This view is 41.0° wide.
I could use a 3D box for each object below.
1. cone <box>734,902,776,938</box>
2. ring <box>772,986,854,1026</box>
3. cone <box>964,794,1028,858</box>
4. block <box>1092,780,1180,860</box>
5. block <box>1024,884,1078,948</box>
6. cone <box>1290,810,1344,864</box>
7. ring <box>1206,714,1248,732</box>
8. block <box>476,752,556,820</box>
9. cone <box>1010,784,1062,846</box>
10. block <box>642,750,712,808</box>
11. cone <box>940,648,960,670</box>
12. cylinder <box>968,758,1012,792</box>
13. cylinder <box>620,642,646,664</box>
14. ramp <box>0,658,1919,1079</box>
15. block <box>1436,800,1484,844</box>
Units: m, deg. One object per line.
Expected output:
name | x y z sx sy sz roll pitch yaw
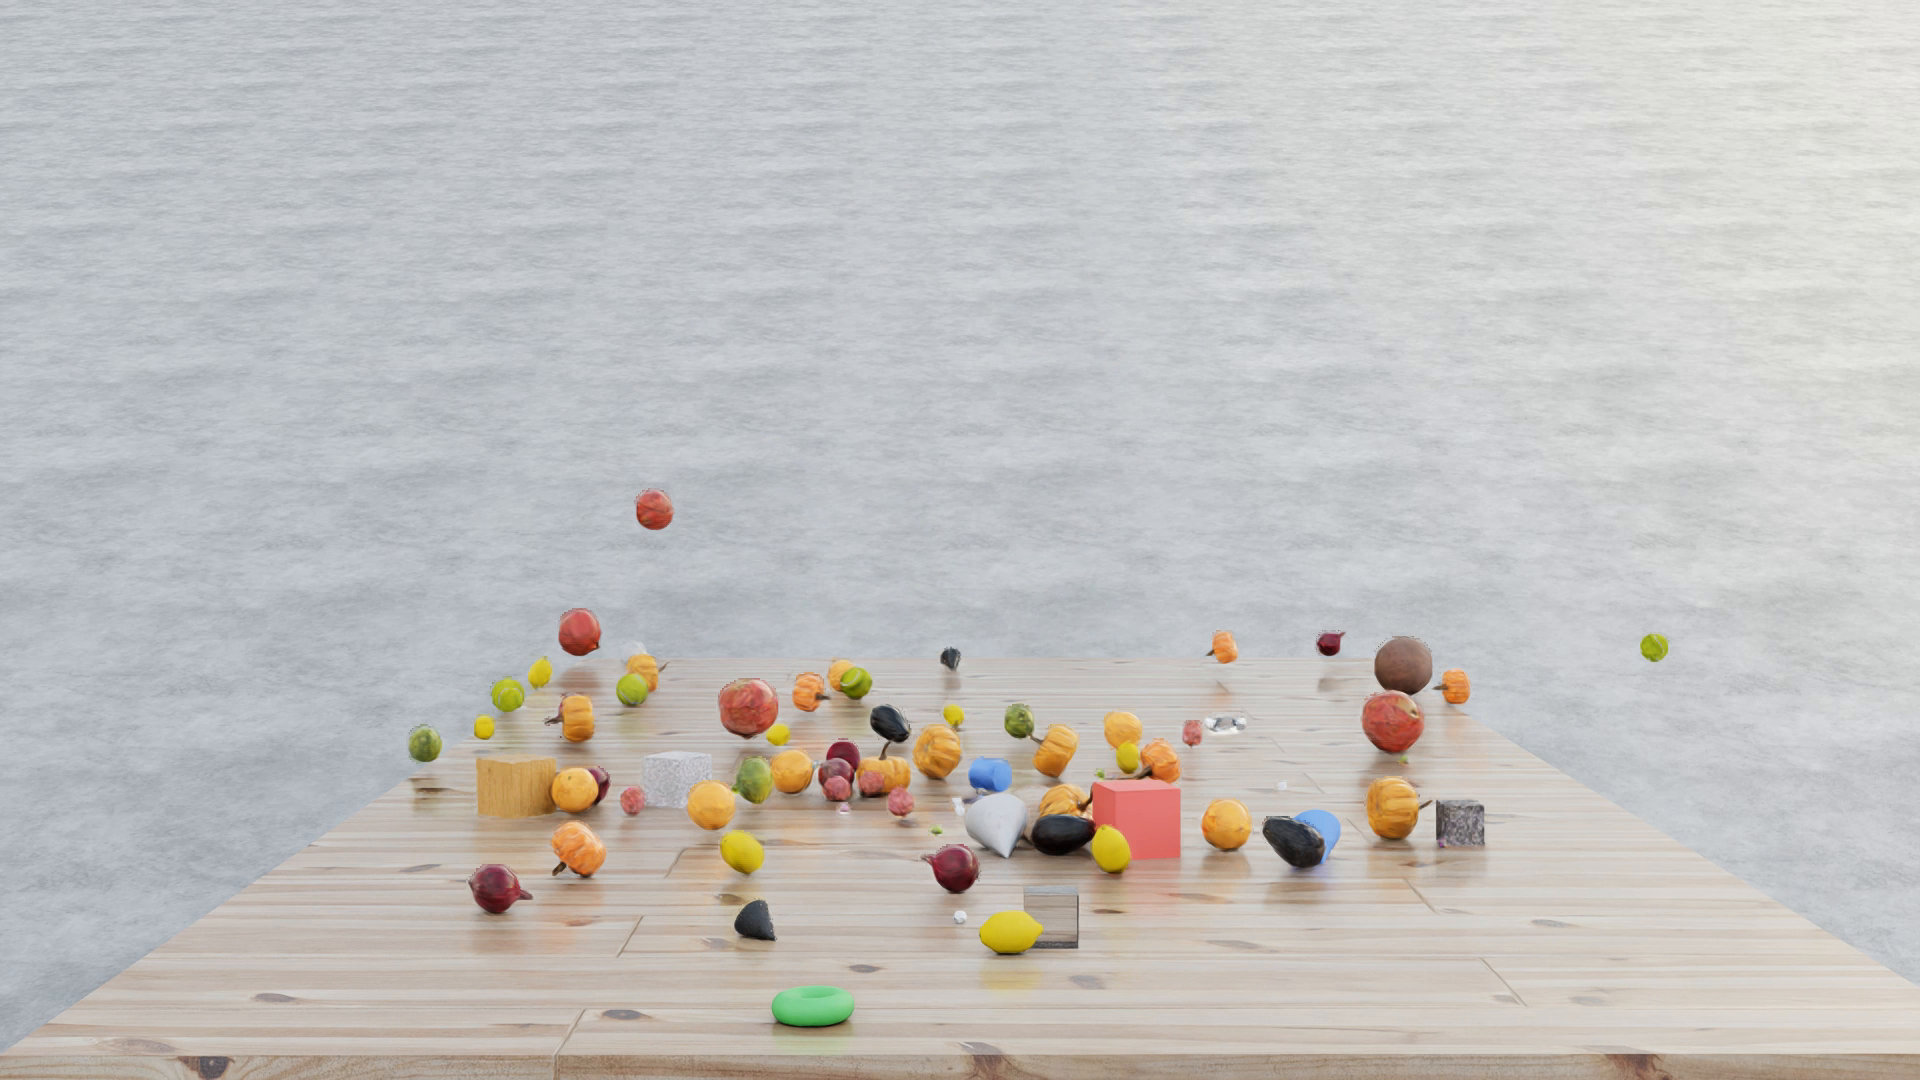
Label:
cone | -0.236 0.467 3.084 0.050 0.050 0.050 -18 25 -39
ring | -0.153 0.485 2.677 0.087 0.029 0.087 -2 3 0
cone | 0.060 0.427 3.667 0.093 0.093 0.093 -3 30 -8
block | 0.251 0.399 3.670 0.098 0.098 0.098 -1 3 -16
block | 0.108 0.448 3.056 0.064 0.064 0.064 0 3 0
cone | 0.503 0.433 3.611 0.078 0.078 0.078 1 38 3
ring | 0.525 0.361 5.067 0.083 0.028 0.083 -1 4 0
block | -0.696 0.386 4.038 0.087 0.087 0.087 3 4 41
cone | 0.110 0.422 3.763 0.092 0.092 0.092 -3 30 -7
block | -0.455 0.385 4.138 0.077 0.077 0.077 2 4 34
cone | -0.020 0.301 6.250 0.054 0.054 0.054 -3 33 -9
cylinder | 0.050 0.391 4.273 0.051 0.051 0.051 2 19 38
cylinder | -0.811 0.279 6.377 0.053 0.053 0.053 4 1 11
ramp | 0.050 0.453 4.532 2.000 0.100 4.000 0 3 0
block | 0.733 0.413 3.767 0.058 0.058 0.058 0 3 0
